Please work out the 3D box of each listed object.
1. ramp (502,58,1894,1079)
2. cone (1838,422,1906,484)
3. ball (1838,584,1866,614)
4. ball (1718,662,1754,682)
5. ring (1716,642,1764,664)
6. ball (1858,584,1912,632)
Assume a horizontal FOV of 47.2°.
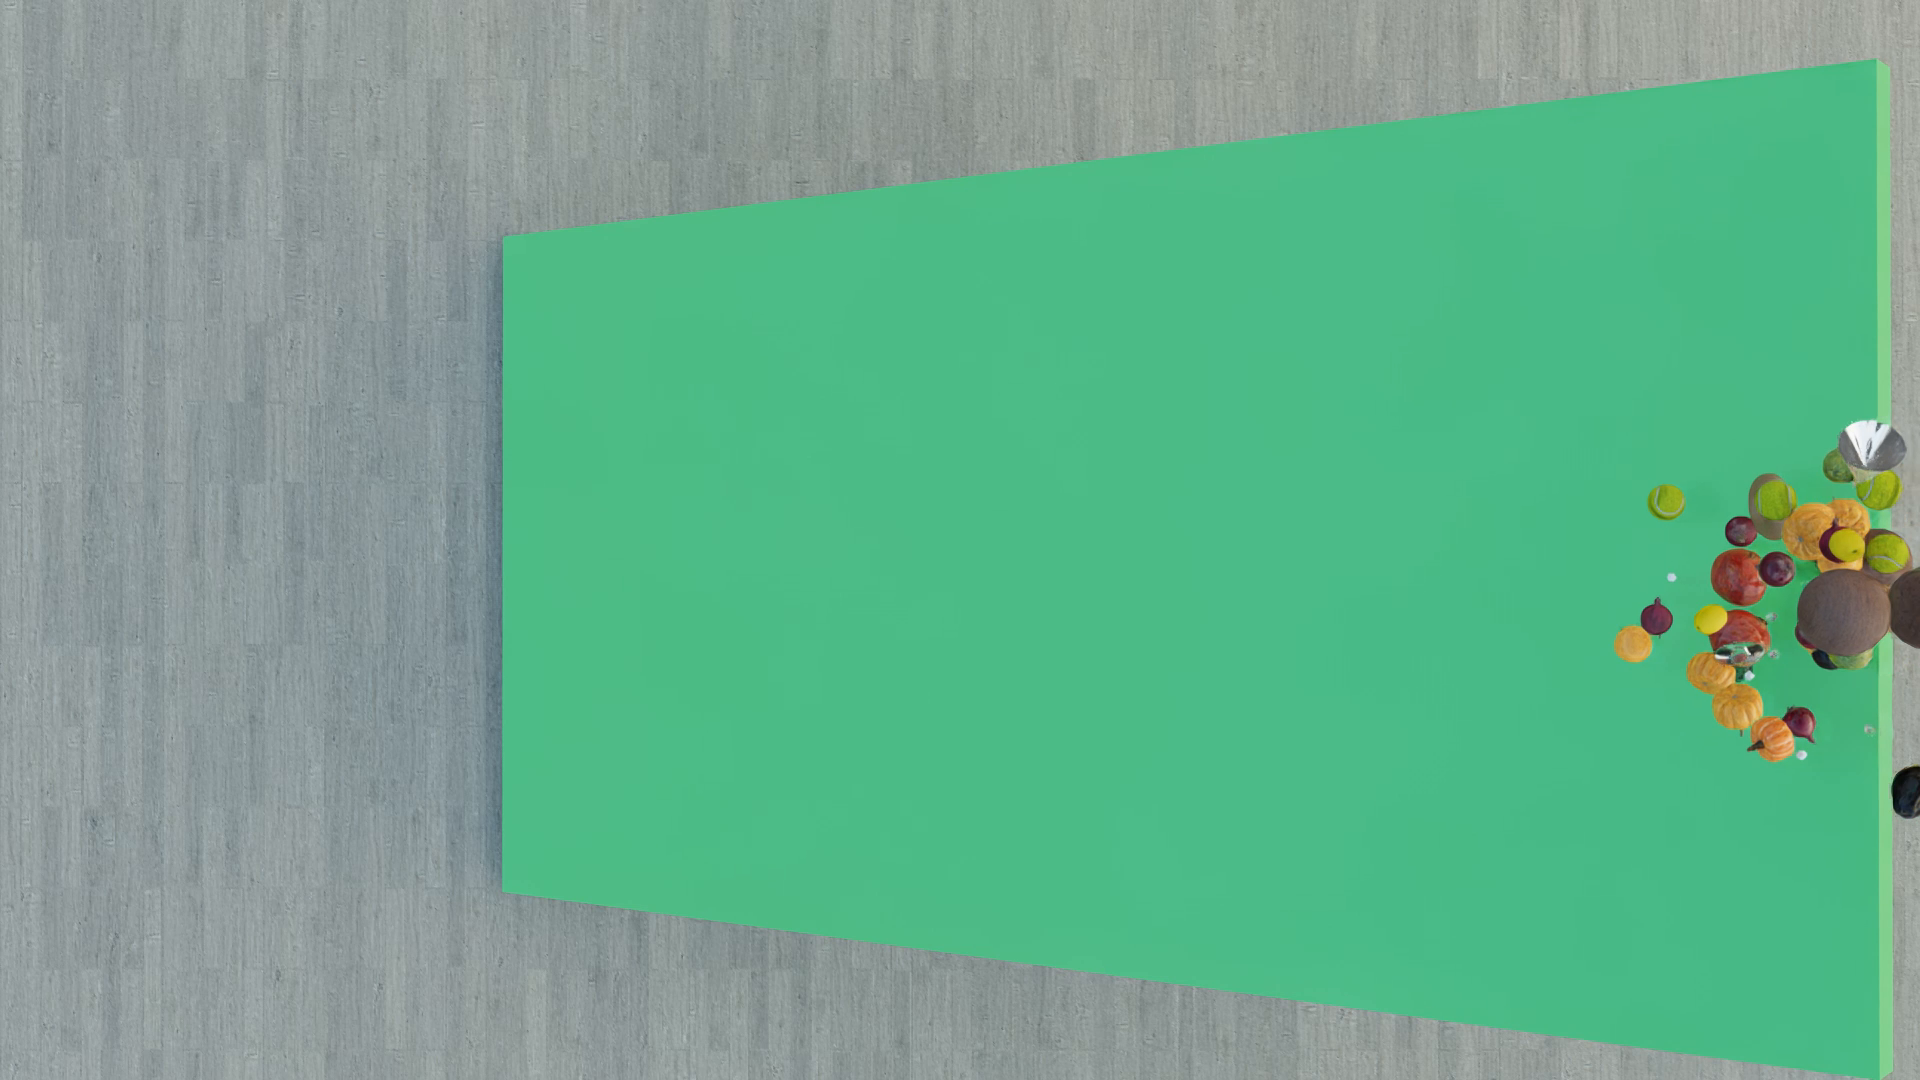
[{"bbox_3d":[0.231,0.065,5.549,4.000,0.100,2.000,0,89,37],"label":"ramp"},{"bbox_3d":[1.340,-0.110,3.253,0.094,0.094,0.094,-5,54,6],"label":"cone"},{"bbox_3d":[1.733,0.114,4.260,0.056,0.056,0.056,0,90,0],"label":"ball"},{"bbox_3d":[1.535,0.250,4.352,0.065,0.065,0.065,0,90,0],"label":"ball"},{"bbox_3d":[1.462,0.213,4.125,0.088,0.088,0.029,-9,95,0],"label":"ring"},{"bbox_3d":[1.495,0.111,3.557,0.079,0.079,0.079,0,90,0],"label":"ball"}]
